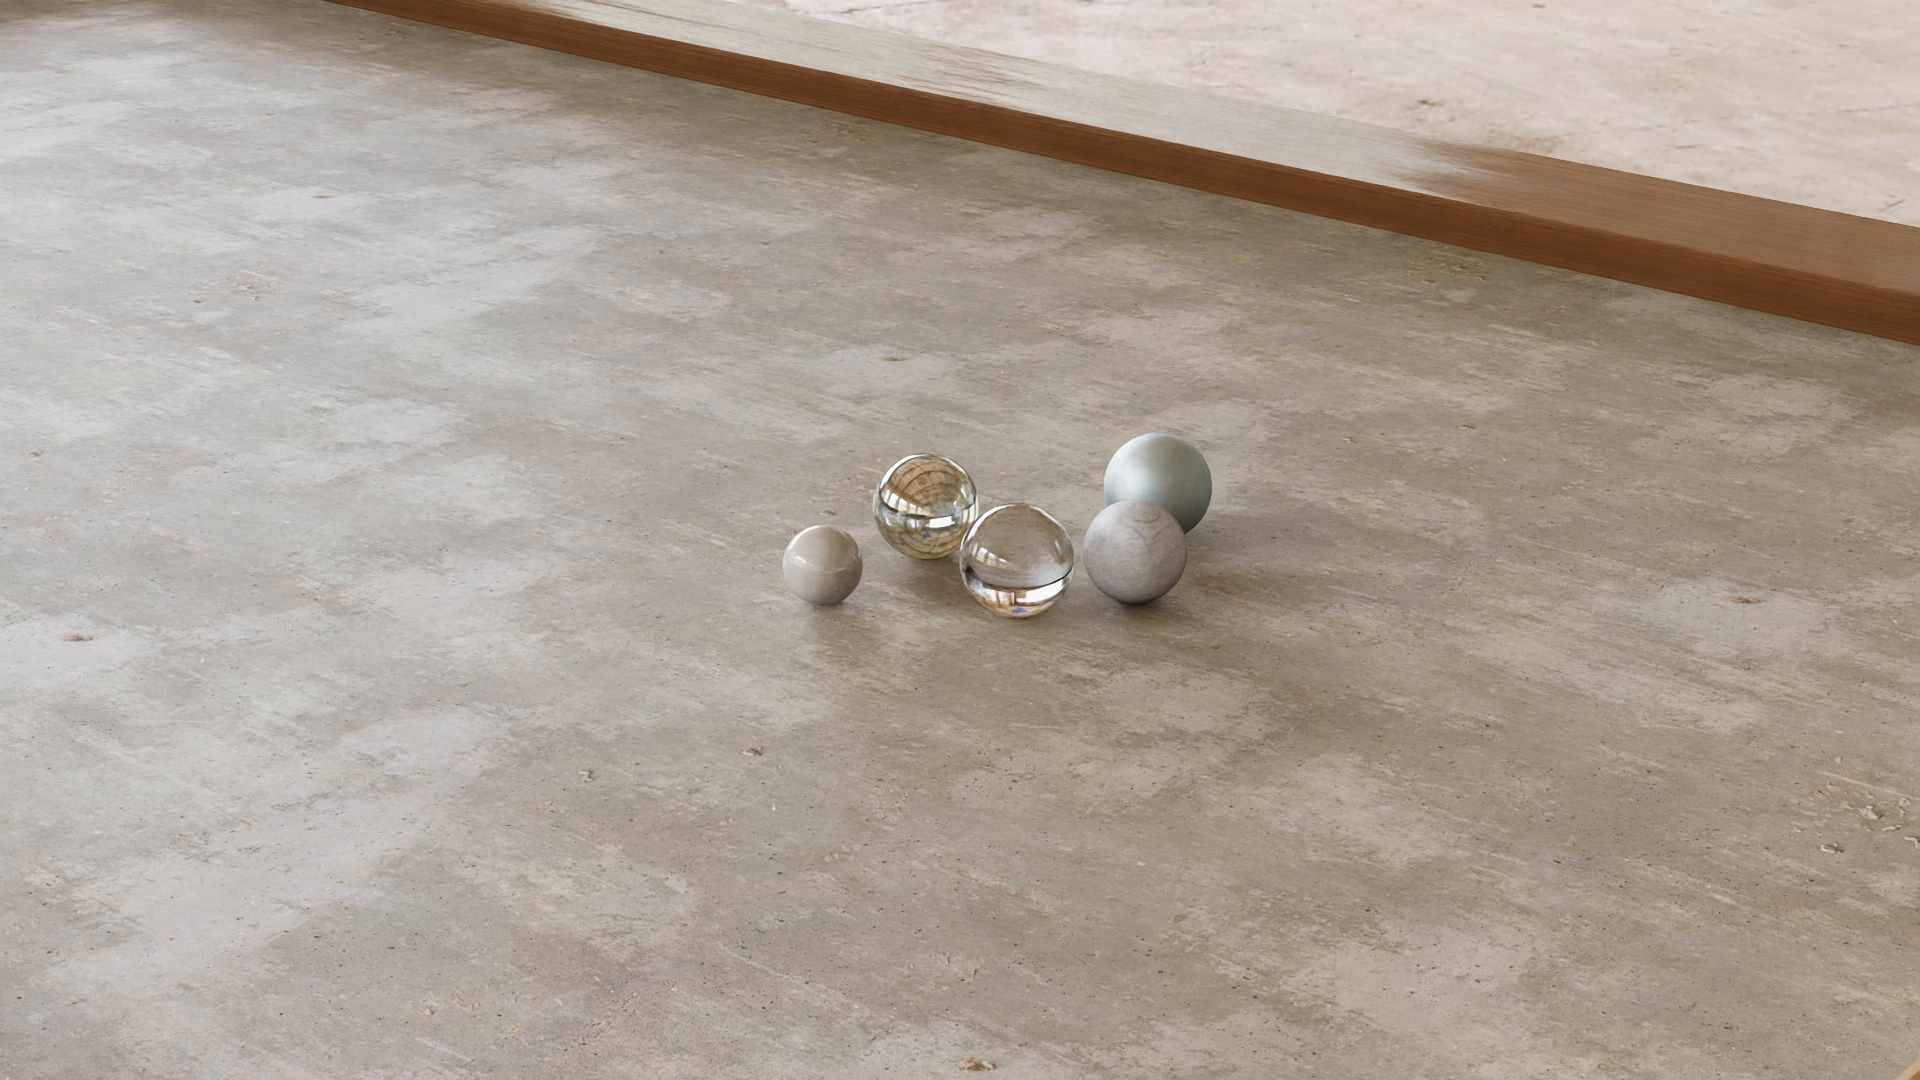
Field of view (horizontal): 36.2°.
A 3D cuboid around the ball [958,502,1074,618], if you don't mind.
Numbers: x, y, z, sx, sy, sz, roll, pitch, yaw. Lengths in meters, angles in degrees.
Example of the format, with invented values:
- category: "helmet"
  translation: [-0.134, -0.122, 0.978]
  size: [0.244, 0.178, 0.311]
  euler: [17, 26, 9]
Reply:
- category: "ball"
  translation: [0.048, 0.017, 2.484]
  size: [0.098, 0.098, 0.098]
  euler: [0, 22, 0]

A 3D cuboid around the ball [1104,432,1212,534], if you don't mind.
- category: "ball"
  translation: [0.178, -0.048, 2.648]
  size: [0.098, 0.098, 0.098]
  euler: [0, 22, 0]

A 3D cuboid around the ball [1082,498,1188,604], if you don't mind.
- category: "ball"
  translation: [0.150, 0.010, 2.514]
  size: [0.090, 0.090, 0.090]
  euler: [0, 22, 0]

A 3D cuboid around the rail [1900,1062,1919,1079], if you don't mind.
- category: "rail"
  translation: [0.764, 0.233, 1.898]
  size: [0.045, 0.127, 2.412]
  euler: [18, 28, 38]

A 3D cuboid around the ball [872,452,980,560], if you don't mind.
- category: "ball"
  translation: [-0.030, -0.030, 2.607]
  size: [0.095, 0.095, 0.095]
  euler: [0, 22, 0]

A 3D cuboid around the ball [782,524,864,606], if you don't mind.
- category: "ball"
  translation: [-0.117, 0.021, 2.513]
  size: [0.069, 0.069, 0.069]
  euler: [0, 22, 0]

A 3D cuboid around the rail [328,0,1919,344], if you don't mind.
- category: "rail"
  translation: [0.005, -0.602, 3.999]
  size: [4.189, 0.127, 0.045]
  euler: [18, 28, 38]
